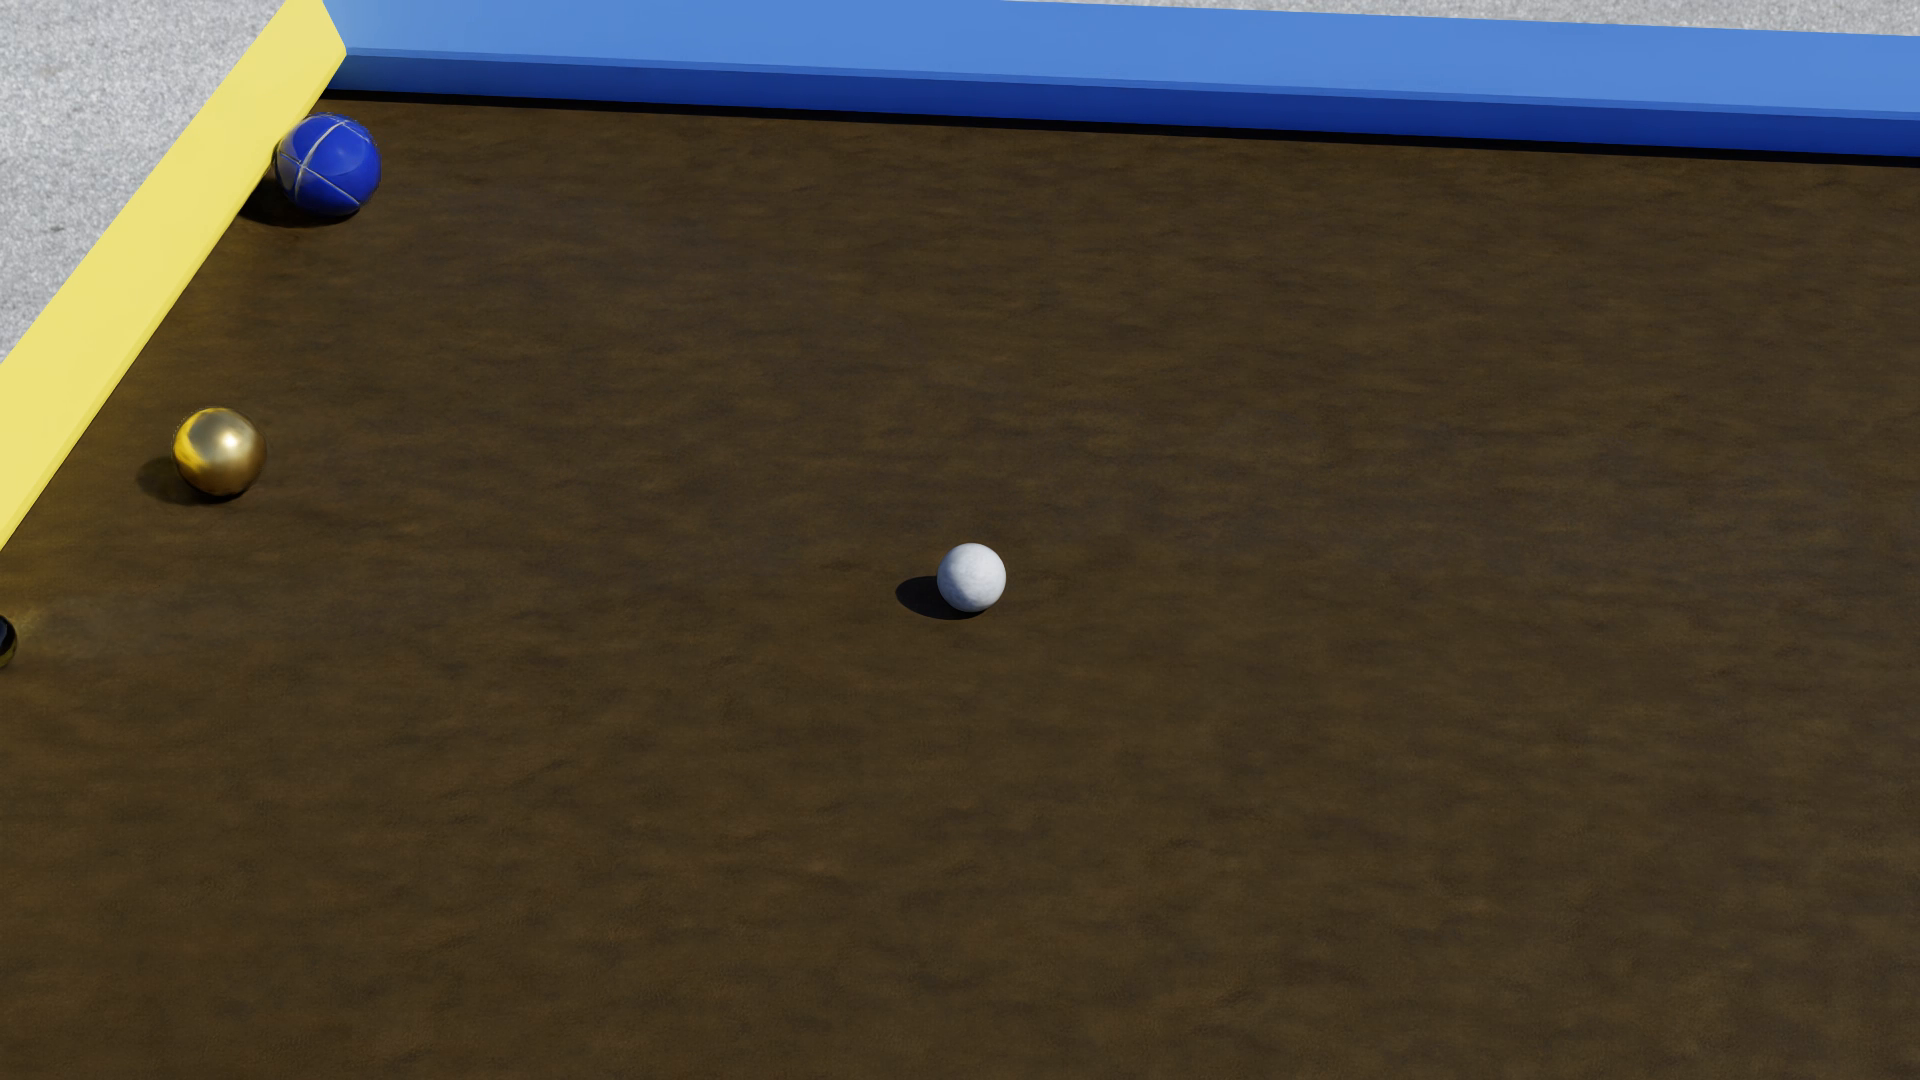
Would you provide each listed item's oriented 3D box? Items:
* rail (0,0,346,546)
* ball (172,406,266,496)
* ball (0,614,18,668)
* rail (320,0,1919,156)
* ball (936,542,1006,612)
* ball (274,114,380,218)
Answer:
[{"bbox_3d":[-0.707,-0.068,1.958,0.045,0.123,1.569,3,35,5],"label":"rail"},{"bbox_3d":[-0.579,-0.069,2.007,0.070,0.070,0.070,0,35,0],"label":"ball"},{"bbox_3d":[-0.695,0.072,1.826,0.045,0.045,0.045,0,35,0],"label":"ball"},{"bbox_3d":[0.805,-0.421,2.463,2.935,0.123,0.045,3,35,5],"label":"rail"},{"bbox_3d":[0.008,0.028,1.885,0.051,0.051,0.051,0,35,0],"label":"ball"},{"bbox_3d":[-0.588,-0.347,2.384,0.095,0.095,0.095,0,35,0],"label":"ball"}]
